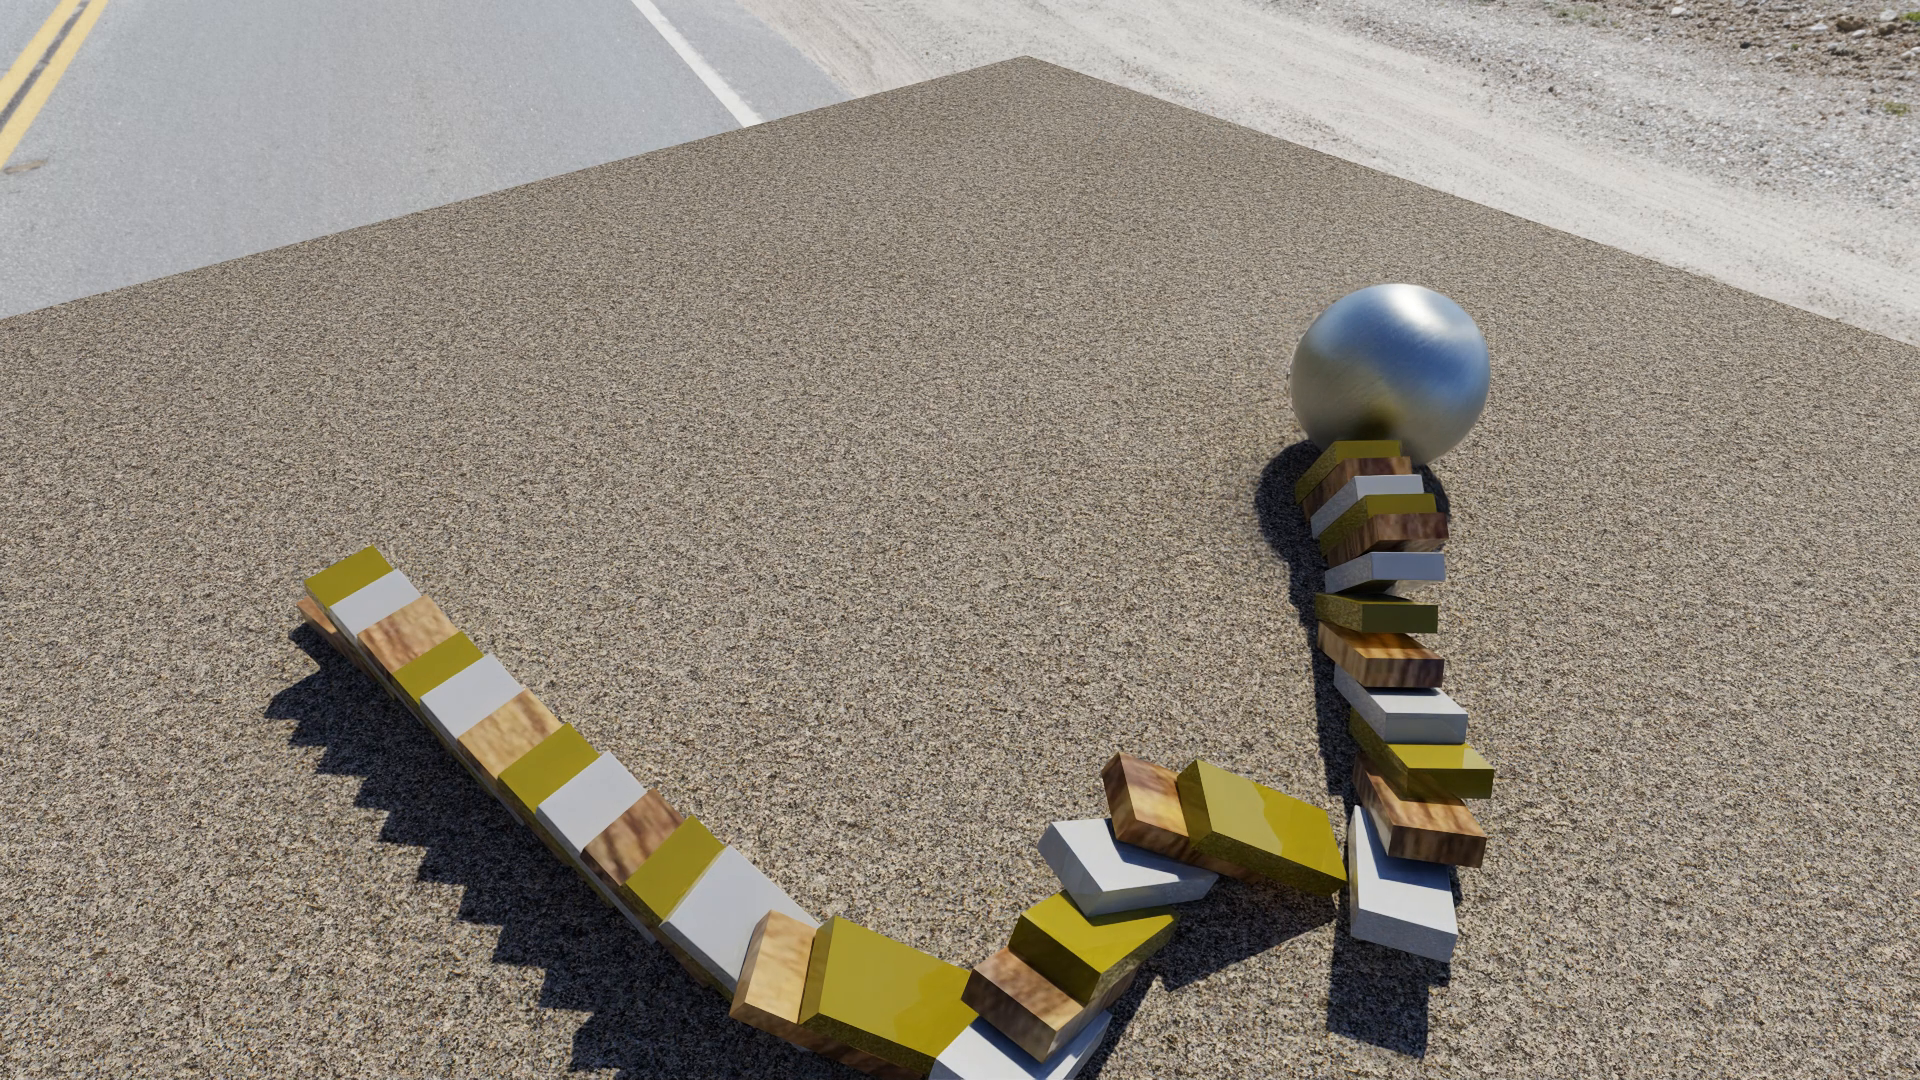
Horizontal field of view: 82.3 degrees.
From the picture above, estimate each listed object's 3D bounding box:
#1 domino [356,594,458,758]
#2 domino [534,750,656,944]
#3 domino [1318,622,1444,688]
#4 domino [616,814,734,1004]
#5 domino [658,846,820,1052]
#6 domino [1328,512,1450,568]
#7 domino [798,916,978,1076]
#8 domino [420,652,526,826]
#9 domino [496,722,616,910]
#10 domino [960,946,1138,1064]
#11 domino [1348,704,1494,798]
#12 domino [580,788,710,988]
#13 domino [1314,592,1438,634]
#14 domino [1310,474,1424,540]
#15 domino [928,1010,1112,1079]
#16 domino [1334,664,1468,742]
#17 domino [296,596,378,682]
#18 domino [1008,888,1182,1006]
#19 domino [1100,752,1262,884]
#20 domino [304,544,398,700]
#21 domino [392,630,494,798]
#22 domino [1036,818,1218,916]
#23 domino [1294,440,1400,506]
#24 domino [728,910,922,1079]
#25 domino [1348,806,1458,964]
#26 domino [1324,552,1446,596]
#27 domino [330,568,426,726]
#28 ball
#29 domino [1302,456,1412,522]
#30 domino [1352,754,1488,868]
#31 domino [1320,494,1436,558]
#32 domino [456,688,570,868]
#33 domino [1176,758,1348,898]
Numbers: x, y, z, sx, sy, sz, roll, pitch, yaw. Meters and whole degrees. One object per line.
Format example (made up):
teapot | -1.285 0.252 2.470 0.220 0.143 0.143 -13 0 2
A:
domino | -0.175 0.045 0.369 0.050 0.010 0.025 48 52 4
domino | -0.095 0.088 0.317 0.050 0.010 0.025 45 51 6
domino | 0.143 0.039 0.378 0.025 0.010 0.050 1 9 1
domino | -0.065 0.102 0.297 0.050 0.009 0.025 46 51 -2
domino | -0.051 0.107 0.290 0.050 0.010 0.025 43 50 -4
domino | 0.159 0.002 0.411 0.025 0.050 0.009 -1 73 -2
domino | -0.015 0.117 0.278 0.050 0.010 0.025 30 37 -20
domino | -0.143 0.063 0.347 0.050 0.009 0.025 46 52 7
domino | -0.110 0.081 0.327 0.050 0.009 0.025 44 51 6
domino | 0.025 0.114 0.285 0.025 0.010 0.050 27 15 29
domino | 0.144 0.066 0.346 0.025 0.010 0.050 1 13 0
domino | -0.079 0.097 0.307 0.050 0.009 0.025 44 51 5
domino | 0.146 0.025 0.390 0.025 0.010 0.050 1 2 1
domino | 0.158 -0.012 0.429 0.025 0.050 0.010 -1 73 -2
domino | 0.016 0.126 0.272 0.025 0.009 0.050 26 19 25
domino | 0.144 0.052 0.363 0.025 0.010 0.050 1 13 1
domino | -0.219 0.031 0.406 0.050 0.010 0.025 27 46 29
domino | 0.037 0.105 0.296 0.025 0.010 0.050 29 16 30
domino | 0.067 0.082 0.324 0.050 0.010 0.025 23 31 -21
domino | -0.203 0.029 0.387 0.050 0.009 0.025 49 53 4
domino | -0.157 0.056 0.357 0.050 0.010 0.025 45 52 7
domino | 0.048 0.092 0.313 0.050 0.010 0.025 9 28 -40
domino | 0.156 -0.027 0.447 0.025 0.050 0.009 -1 73 -2
domino | -0.031 0.117 0.281 0.050 0.009 0.025 30 37 -15
domino | 0.125 0.097 0.314 0.025 0.010 0.050 12 23 14
domino | 0.154 0.013 0.401 0.025 0.050 0.009 1 81 1
domino | -0.189 0.037 0.378 0.050 0.010 0.025 48 53 3
ball | 0.183 -0.069 0.472 0.080 0.080 0.080 0 39 0
domino | 0.157 -0.019 0.438 0.025 0.050 0.009 -1 73 -2
domino | 0.136 0.080 0.329 0.025 0.010 0.050 6 13 7
domino | 0.159 -0.005 0.420 0.025 0.050 0.010 -1 73 -2
domino | -0.127 0.072 0.337 0.050 0.010 0.025 45 52 6
domino | 0.088 0.084 0.321 0.050 0.010 0.025 24 35 -19
